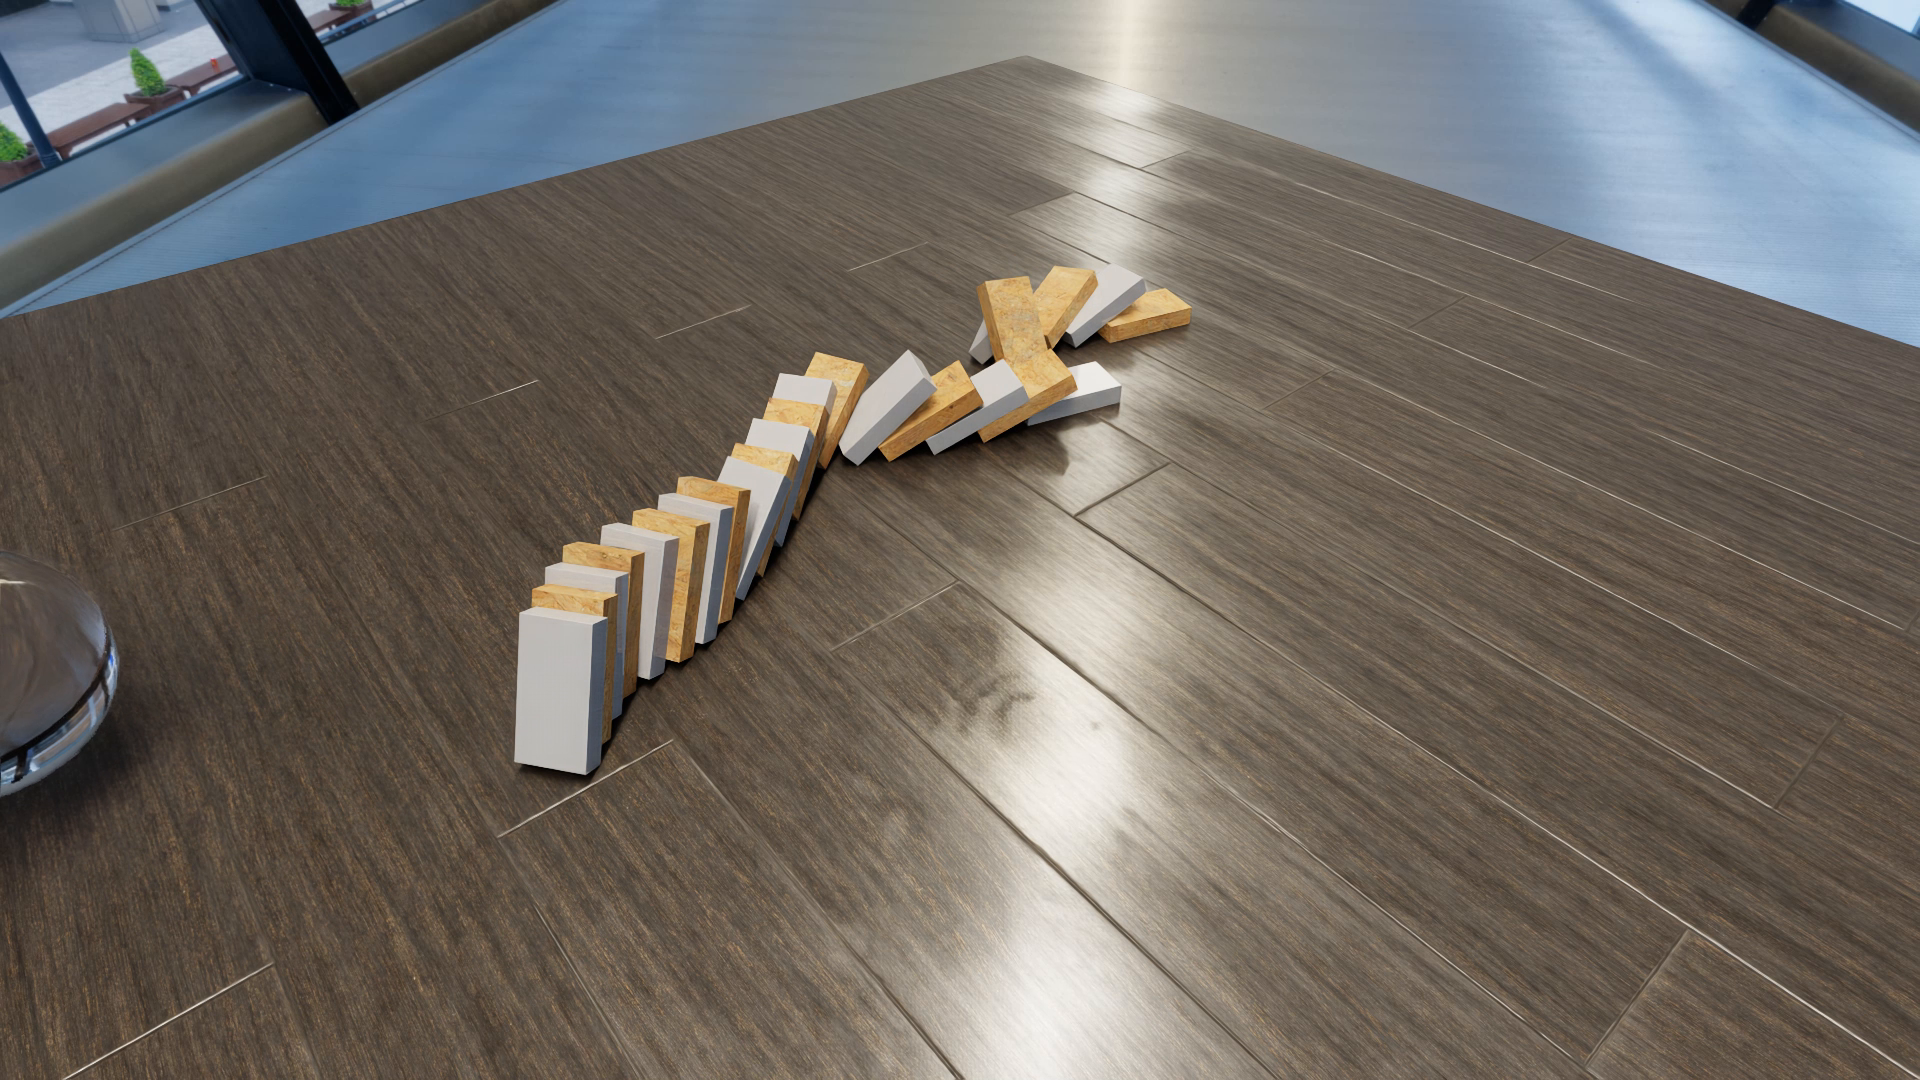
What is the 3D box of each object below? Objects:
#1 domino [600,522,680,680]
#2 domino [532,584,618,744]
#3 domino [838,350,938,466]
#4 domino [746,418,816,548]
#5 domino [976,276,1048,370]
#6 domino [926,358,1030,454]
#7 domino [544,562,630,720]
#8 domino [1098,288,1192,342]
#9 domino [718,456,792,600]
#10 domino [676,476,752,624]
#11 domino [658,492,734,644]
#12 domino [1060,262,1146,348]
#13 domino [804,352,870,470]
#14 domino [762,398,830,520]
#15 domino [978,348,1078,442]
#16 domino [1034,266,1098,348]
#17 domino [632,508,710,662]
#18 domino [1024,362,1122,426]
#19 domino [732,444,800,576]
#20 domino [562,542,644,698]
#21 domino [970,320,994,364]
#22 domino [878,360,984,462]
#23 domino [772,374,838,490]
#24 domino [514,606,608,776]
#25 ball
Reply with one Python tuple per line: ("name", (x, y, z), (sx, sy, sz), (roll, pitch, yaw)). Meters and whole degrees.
("domino", (-0.115, 0.021, 0.387), (0.025, 0.050, 0.009), (13, 12, 15))
("domino", (-0.128, 0.041, 0.362), (0.025, 0.050, 0.009), (8, 10, 9))
("domino", (-0.034, -0.059, 0.492), (0.050, 0.009, 0.025), (-42, 41, 14))
("domino", (-0.079, -0.024, 0.453), (0.025, 0.010, 0.050), (10, 72, 12))
("domino", (0.027, -0.103, 0.540), (0.025, 0.050, 0.010), (-14, -1, -27))
("domino", (0.004, -0.061, 0.503), (0.050, 0.009, 0.025), (-30, 43, 1))
("domino", (-0.127, 0.034, 0.371), (0.025, 0.050, 0.010), (8, 10, 9))
("domino", (0.096, -0.121, 0.591), (0.050, 0.009, 0.025), (-17, 42, -19))
("domino", (-0.087, -0.005, 0.425), (0.025, 0.009, 0.050), (19, 81, 14))
("domino", (-0.095, 0.003, 0.409), (0.025, 0.050, 0.010), (13, 9, 15))
("domino", (-0.099, 0.010, 0.401), (0.025, 0.050, 0.009), (13, 11, 15))
("domino", (0.071, -0.124, 0.580), (0.050, 0.009, 0.025), (-39, 46, -10))
("domino", (-0.063, -0.059, 0.496), (0.025, 0.009, 0.050), (17, 73, 20))
("domino", (-0.075, -0.035, 0.467), (0.025, 0.009, 0.050), (10, 71, 12))
("domino", (0.027, -0.067, 0.511), (0.050, 0.010, 0.025), (-29, 43, 0))
("domino", (0.049, -0.122, 0.575), (0.025, 0.009, 0.050), (17, 61, 35))
("domino", (-0.106, 0.016, 0.393), (0.025, 0.050, 0.009), (13, 12, 15))
("domino", (0.050, -0.071, 0.530), (0.050, 0.010, 0.025), (-16, 42, -19))
("domino", (-0.084, -0.012, 0.439), (0.025, 0.010, 0.050), (11, 72, 13))
("domino", (-0.124, 0.028, 0.379), (0.025, 0.050, 0.010), (8, 10, 10))
("domino", (0.021, -0.114, 0.570), (0.010, 0.025, 0.050), (40, 38, -17))
("domino", (-0.016, -0.058, 0.497), (0.050, 0.010, 0.025), (-31, 43, 6))
("domino", (-0.073, -0.047, 0.482), (0.025, 0.010, 0.050), (9, 71, 13))
("domino", (-0.128, 0.048, 0.354), (0.025, 0.050, 0.009), (8, 10, 9))
("ball", (-0.308, 0.042, 0.337), (0.080, 0.080, 0.080), (0, 39, 0))
